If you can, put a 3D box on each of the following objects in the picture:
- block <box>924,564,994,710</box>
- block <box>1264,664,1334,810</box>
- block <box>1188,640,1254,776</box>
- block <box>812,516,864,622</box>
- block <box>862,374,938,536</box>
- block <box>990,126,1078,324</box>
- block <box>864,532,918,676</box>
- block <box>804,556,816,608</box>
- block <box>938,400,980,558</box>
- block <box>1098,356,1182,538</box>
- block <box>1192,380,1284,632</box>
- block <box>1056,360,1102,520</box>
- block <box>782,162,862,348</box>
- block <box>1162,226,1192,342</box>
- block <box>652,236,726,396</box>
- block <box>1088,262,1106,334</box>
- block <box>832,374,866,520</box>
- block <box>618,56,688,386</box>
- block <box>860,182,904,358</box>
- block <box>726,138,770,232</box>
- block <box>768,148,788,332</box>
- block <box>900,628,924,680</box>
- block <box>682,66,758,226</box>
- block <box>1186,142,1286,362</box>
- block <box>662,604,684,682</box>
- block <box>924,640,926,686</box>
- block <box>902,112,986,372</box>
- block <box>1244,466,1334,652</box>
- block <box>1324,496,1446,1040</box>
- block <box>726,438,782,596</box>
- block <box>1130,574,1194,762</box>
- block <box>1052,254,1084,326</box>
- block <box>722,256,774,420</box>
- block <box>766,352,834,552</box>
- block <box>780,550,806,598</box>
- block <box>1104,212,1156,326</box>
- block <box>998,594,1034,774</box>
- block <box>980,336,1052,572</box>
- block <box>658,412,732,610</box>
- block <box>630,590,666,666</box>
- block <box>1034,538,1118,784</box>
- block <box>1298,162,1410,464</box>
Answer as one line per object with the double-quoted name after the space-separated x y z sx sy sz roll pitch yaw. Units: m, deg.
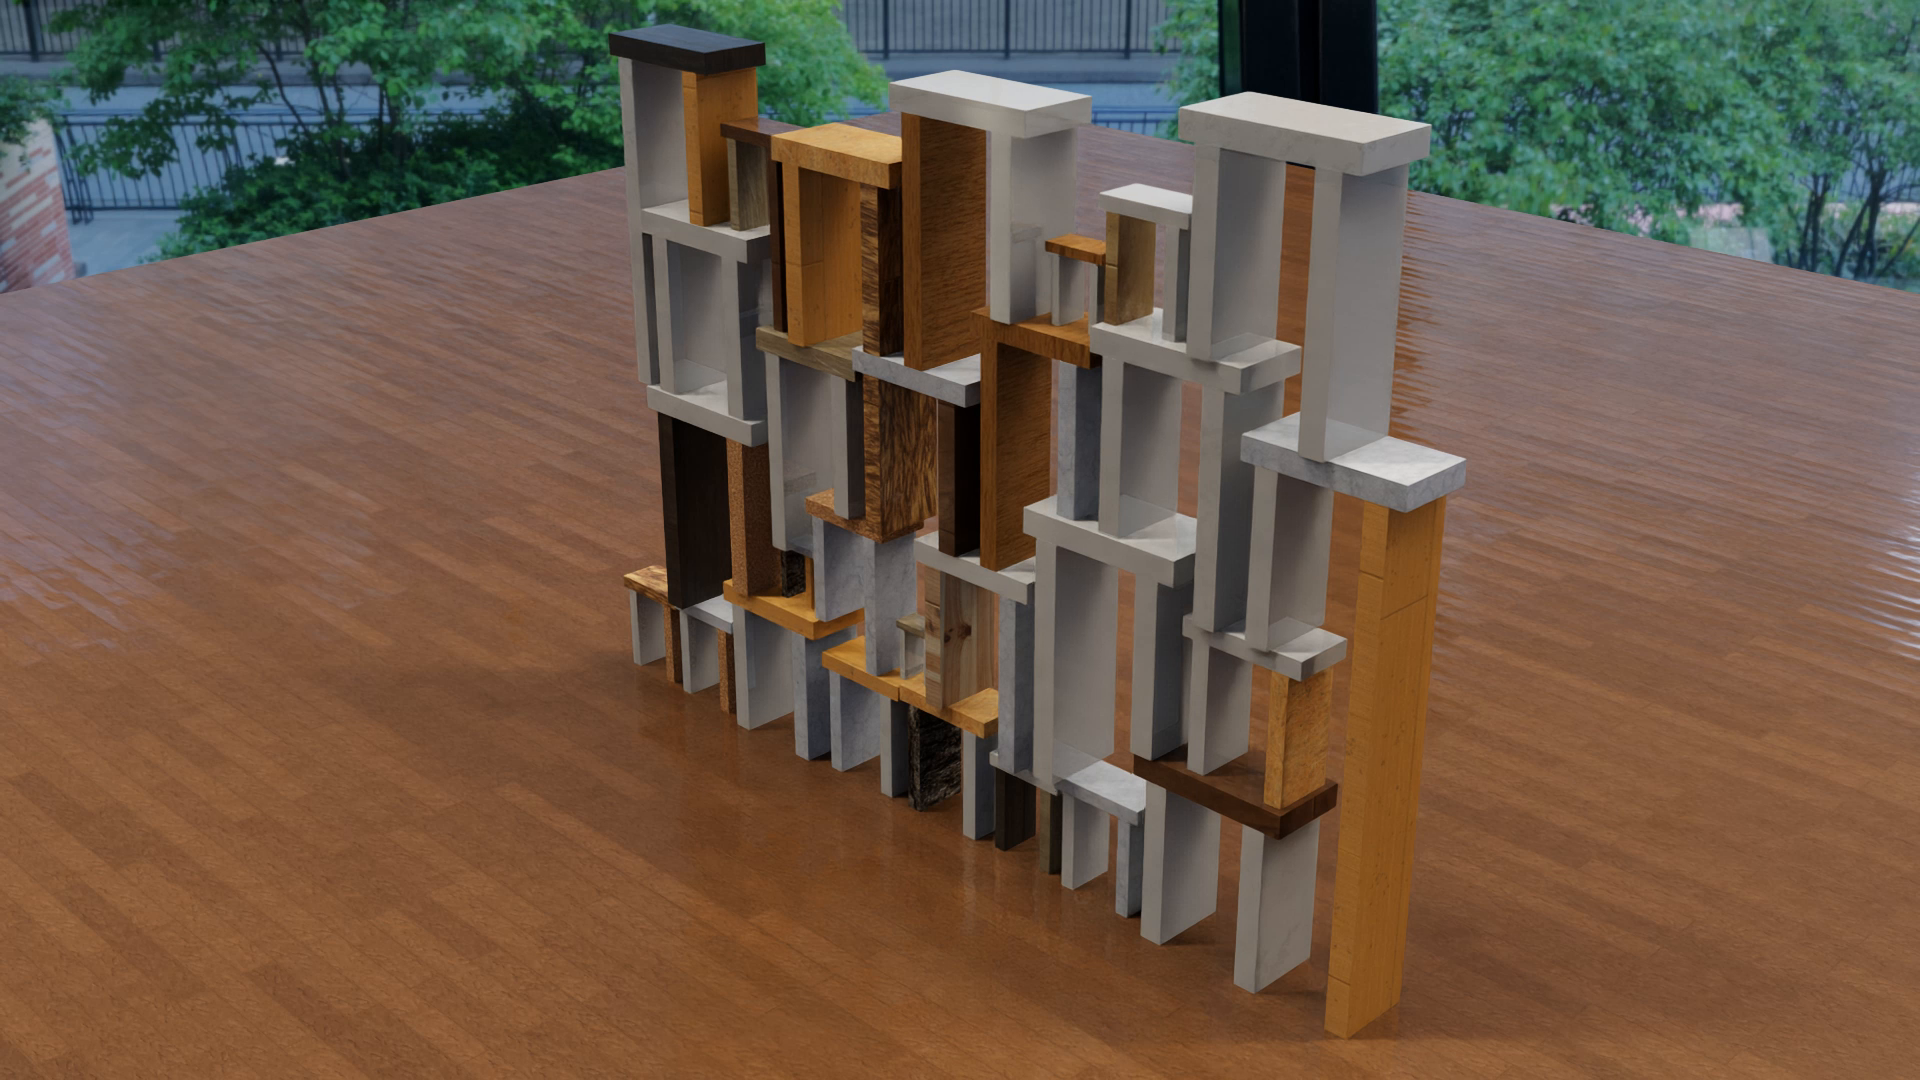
0.000 0.168 4.295 0.042 0.298 0.149 21 31 41 "block"
0.575 0.320 3.732 0.036 0.252 0.126 21 31 41 "block"
0.456 0.274 3.841 0.036 0.252 0.126 21 31 41 "block"
-0.246 0.044 4.515 0.032 0.228 0.114 21 31 41 "block"
-0.115 -0.183 4.264 0.152 0.322 0.043 -21 31 -40 "block"
0.129 -0.559 3.847 0.047 0.333 0.166 21 31 41 "block"
-0.139 0.119 4.430 0.114 0.299 0.032 -21 31 -40 "block"
-0.294 0.080 4.574 0.016 0.115 0.058 21 31 41 "block"
0.028 -0.135 4.129 0.152 0.304 0.043 -21 31 -41 "block"
0.313 -0.178 3.803 0.046 0.321 0.161 21 31 40 "block"
0.467 -0.070 3.687 0.046 0.429 0.161 21 31 41 "block"
0.236 -0.191 3.879 0.144 0.287 0.041 -21 31 -41 "block"
-0.262 -0.567 4.269 0.163 0.356 0.046 -21 31 -40 "block"
0.378 -0.431 3.626 0.027 0.193 0.096 21 31 40 "block"
-0.557 -0.489 4.628 0.048 0.337 0.168 21 31 40 "block"
0.250 -0.420 3.780 0.018 0.130 0.065 21 32 40 "block"
-0.183 -0.201 4.343 0.147 0.293 0.042 -21 31 -41 "block"
-0.620 -0.673 4.609 0.043 0.690 0.153 21 31 40 "block"
-0.109 -0.521 4.122 0.163 0.326 0.046 -21 31 -40 "block"
-0.415 -0.713 4.368 0.092 0.184 0.026 -21 31 -41 "block"
-0.329 -0.595 4.322 0.026 0.365 0.092 21 31 40 "block"
-0.097 0.222 4.427 0.051 0.111 0.015 -21 31 -40 "block"
-0.475 -0.794 4.402 0.043 0.306 0.153 21 31 41 "block"
0.445 -0.476 3.533 0.049 0.348 0.174 21 31 40 "block"
-0.625 0.222 4.998 0.027 0.187 0.094 21 31 41 "block"
-0.049 0.237 4.381 0.015 0.103 0.051 21 31 40 "block"
-0.028 -0.556 4.019 0.167 0.472 0.047 -21 31 -40 "block"
0.547 0.011 3.637 0.160 0.320 0.045 -21 31 -41 "block"
0.698 0.373 3.627 0.160 0.979 0.045 -21 31 -41 "block"
-0.403 -0.070 4.635 0.049 0.344 0.172 21 31 41 "block"
0.381 0.201 3.891 0.049 0.346 0.173 21 31 41 "block"
0.188 -0.444 3.836 0.018 0.130 0.065 21 32 40 "block"
-0.399 -0.427 4.482 0.048 0.337 0.168 21 31 41 "block"
-0.321 -0.196 4.496 0.147 0.422 0.042 -21 31 -40 "block"
-0.348 0.059 4.624 0.058 0.115 0.016 -21 31 -41 "block"
0.287 -0.467 3.709 0.027 0.193 0.096 21 31 40 "block"
0.140 0.252 4.178 0.149 0.363 0.042 -21 31 -41 "block"
0.102 -0.172 4.035 0.144 0.445 0.041 -21 31 -41 "block"
-0.566 -0.084 4.804 0.049 0.449 0.172 21 31 40 "block"
-0.713 0.188 5.079 0.027 0.187 0.094 21 31 41 "block"
0.214 0.202 4.065 0.049 0.484 0.173 21 31 40 "block"
0.609 -0.361 3.403 0.174 0.458 0.049 -21 31 -41 "block"
